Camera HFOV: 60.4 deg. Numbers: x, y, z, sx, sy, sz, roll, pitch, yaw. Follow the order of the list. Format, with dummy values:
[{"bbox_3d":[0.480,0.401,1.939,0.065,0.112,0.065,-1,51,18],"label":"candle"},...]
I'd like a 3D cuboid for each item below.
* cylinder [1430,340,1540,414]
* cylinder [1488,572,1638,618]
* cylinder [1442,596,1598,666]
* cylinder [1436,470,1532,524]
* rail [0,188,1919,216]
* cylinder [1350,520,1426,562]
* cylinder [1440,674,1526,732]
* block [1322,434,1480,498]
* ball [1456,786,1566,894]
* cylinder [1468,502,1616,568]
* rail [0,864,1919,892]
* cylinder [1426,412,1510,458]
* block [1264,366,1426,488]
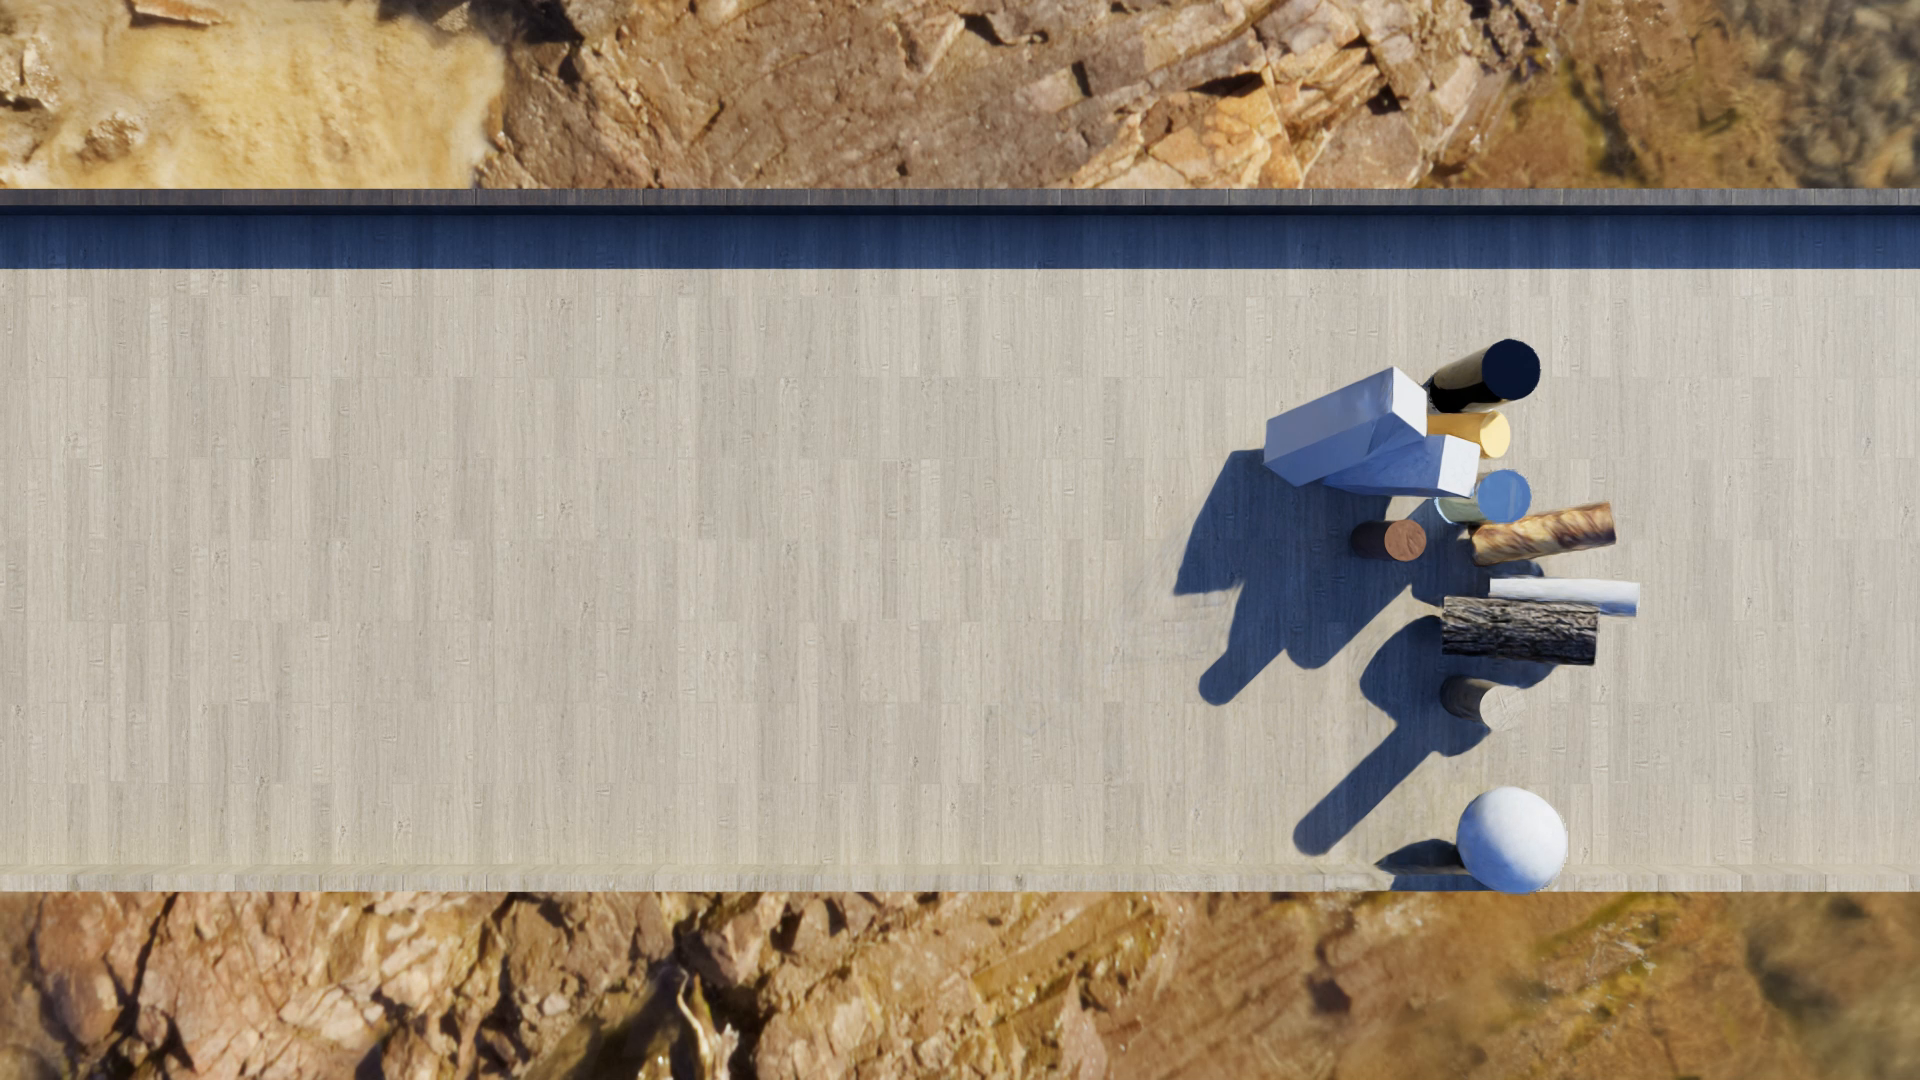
[{"bbox_3d":[1.543,-0.470,4.862,0.173,0.417,0.173,0,87,-3],"label":"cylinder"},{"bbox_3d":[1.810,0.166,4.958,0.415,0.107,0.107,4,90,19],"label":"cylinder"},{"bbox_3d":[1.664,0.270,4.914,0.430,0.177,0.177,4,90,19],"label":"cylinder"},{"bbox_3d":[1.543,-0.123,4.877,0.154,0.398,0.154,0,90,0],"label":"cylinder"},{"bbox_3d":[-2.247,-1.025,5.002,12.000,0.150,0.050,0,90,0],"label":"rail"},{"bbox_3d":[1.262,0.001,4.874,0.119,0.404,0.119,0,90,0],"label":"cylinder"},{"bbox_3d":[1.542,0.478,4.881,0.131,0.391,0.131,0,90,0],"label":"cylinder"},{"bbox_3d":[1.293,-0.220,4.850,0.155,0.434,0.155,12,86,-34],"label":"block"},{"bbox_3d":[1.614,0.879,4.832,0.307,0.307,0.307,0,90,0],"label":"ball"},{"bbox_3d":[1.743,-0.015,4.946,0.404,0.130,0.130,-10,90,19],"label":"cylinder"},{"bbox_3d":[-2.247,1.025,5.001,12.000,0.150,0.050,0,90,0],"label":"rail"},{"bbox_3d":[1.446,-0.309,4.897,0.134,0.343,0.134,-1,93,-35],"label":"cylinder"},{"bbox_3d":[1.125,-0.326,4.837,0.157,0.459,0.157,30,54,-31],"label":"block"}]
